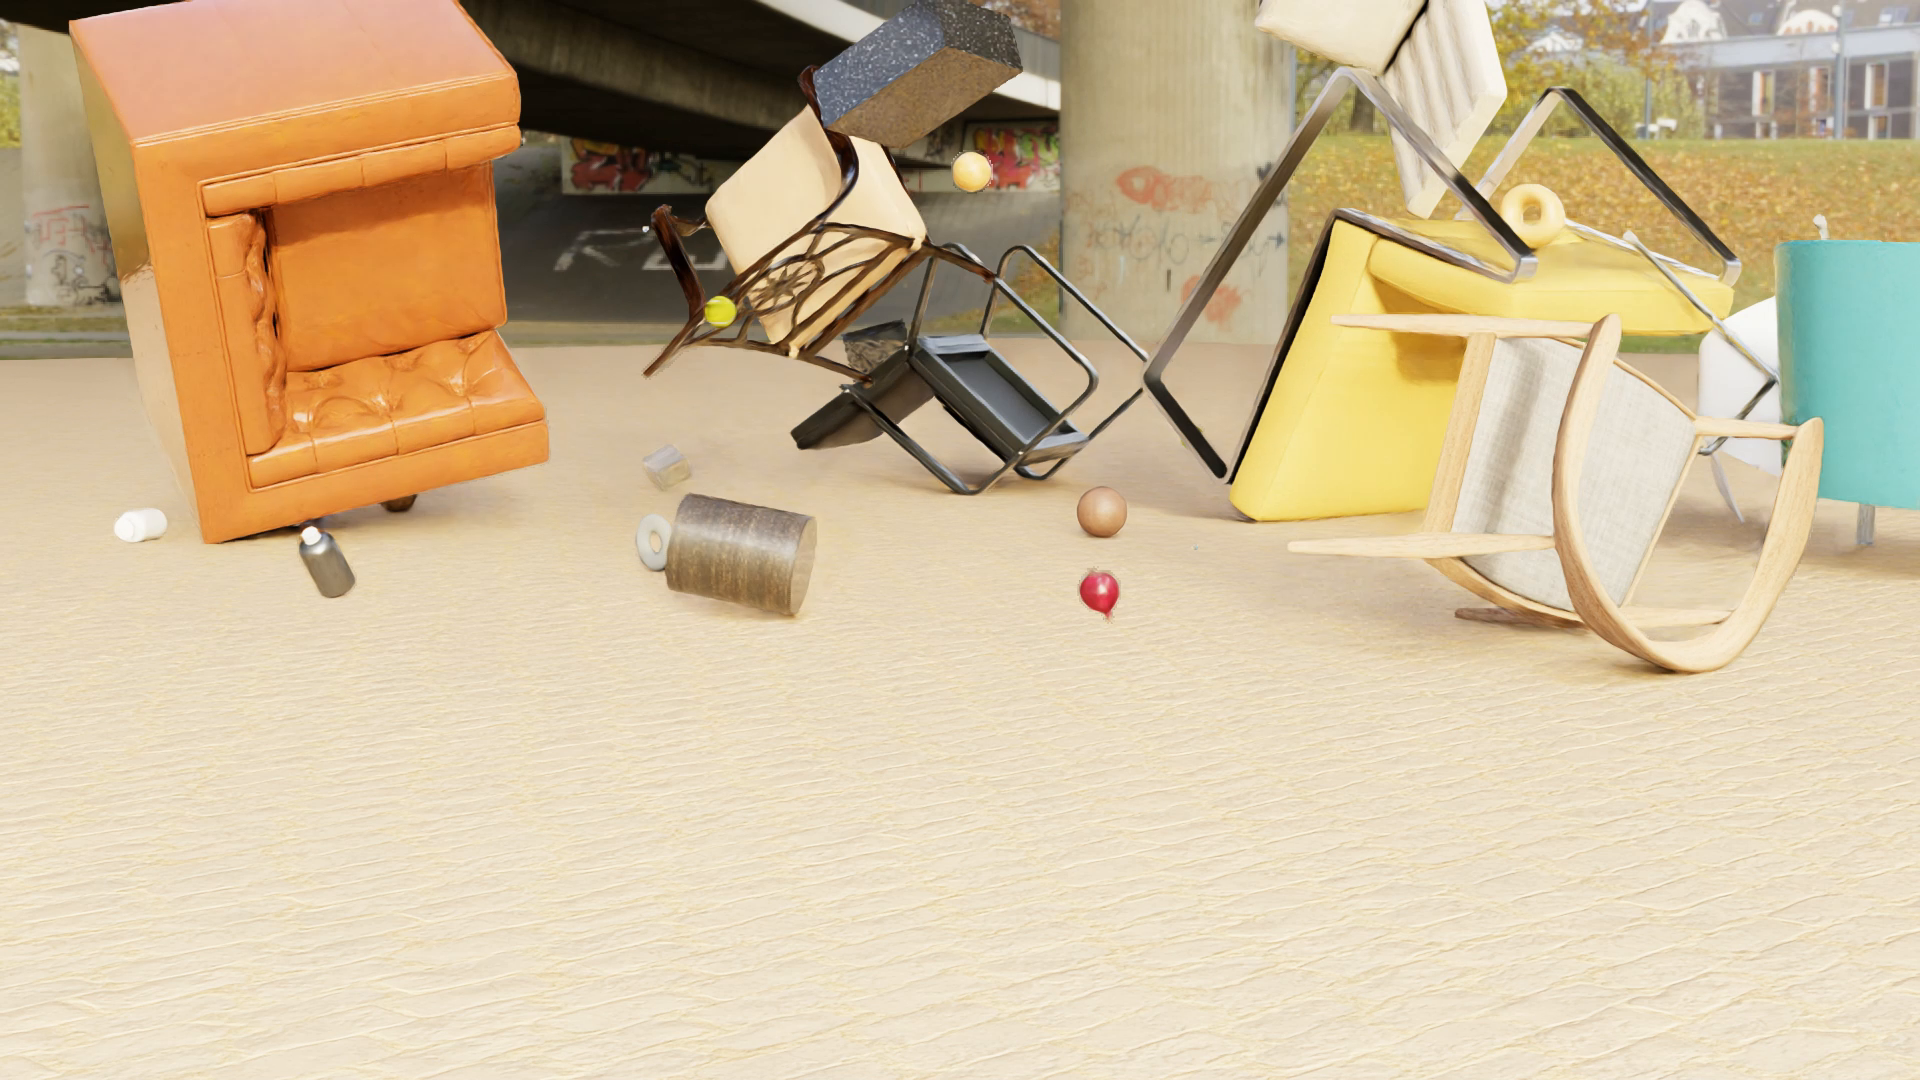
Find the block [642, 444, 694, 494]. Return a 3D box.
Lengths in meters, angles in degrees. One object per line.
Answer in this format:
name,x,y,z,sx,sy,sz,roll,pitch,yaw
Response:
block,-0.890,-0.219,7.797,0.104,0.076,0.106,-33,40,-16

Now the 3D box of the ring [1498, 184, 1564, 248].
ring,1.468,-0.833,6.593,0.076,0.161,0.186,12,26,-50

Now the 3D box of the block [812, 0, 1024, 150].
block,-0.069,-0.748,4.105,0.278,0.100,0.181,-27,-22,38

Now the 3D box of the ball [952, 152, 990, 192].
ball,0.039,-1.248,8.700,0.132,0.132,0.132,0,6,0

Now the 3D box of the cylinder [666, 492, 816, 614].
cylinder,-0.418,0.026,4.933,0.244,0.192,0.219,11,-2,6

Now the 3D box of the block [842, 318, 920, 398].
block,-0.270,-0.618,8.711,0.215,0.195,0.157,-15,15,-1

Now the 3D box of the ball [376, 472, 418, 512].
ball,-1.575,-0.135,7.173,0.113,0.113,0.113,0,6,0

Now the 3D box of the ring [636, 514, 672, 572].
ring,-0.680,0.006,5.728,0.102,0.130,0.029,-6,2,29
